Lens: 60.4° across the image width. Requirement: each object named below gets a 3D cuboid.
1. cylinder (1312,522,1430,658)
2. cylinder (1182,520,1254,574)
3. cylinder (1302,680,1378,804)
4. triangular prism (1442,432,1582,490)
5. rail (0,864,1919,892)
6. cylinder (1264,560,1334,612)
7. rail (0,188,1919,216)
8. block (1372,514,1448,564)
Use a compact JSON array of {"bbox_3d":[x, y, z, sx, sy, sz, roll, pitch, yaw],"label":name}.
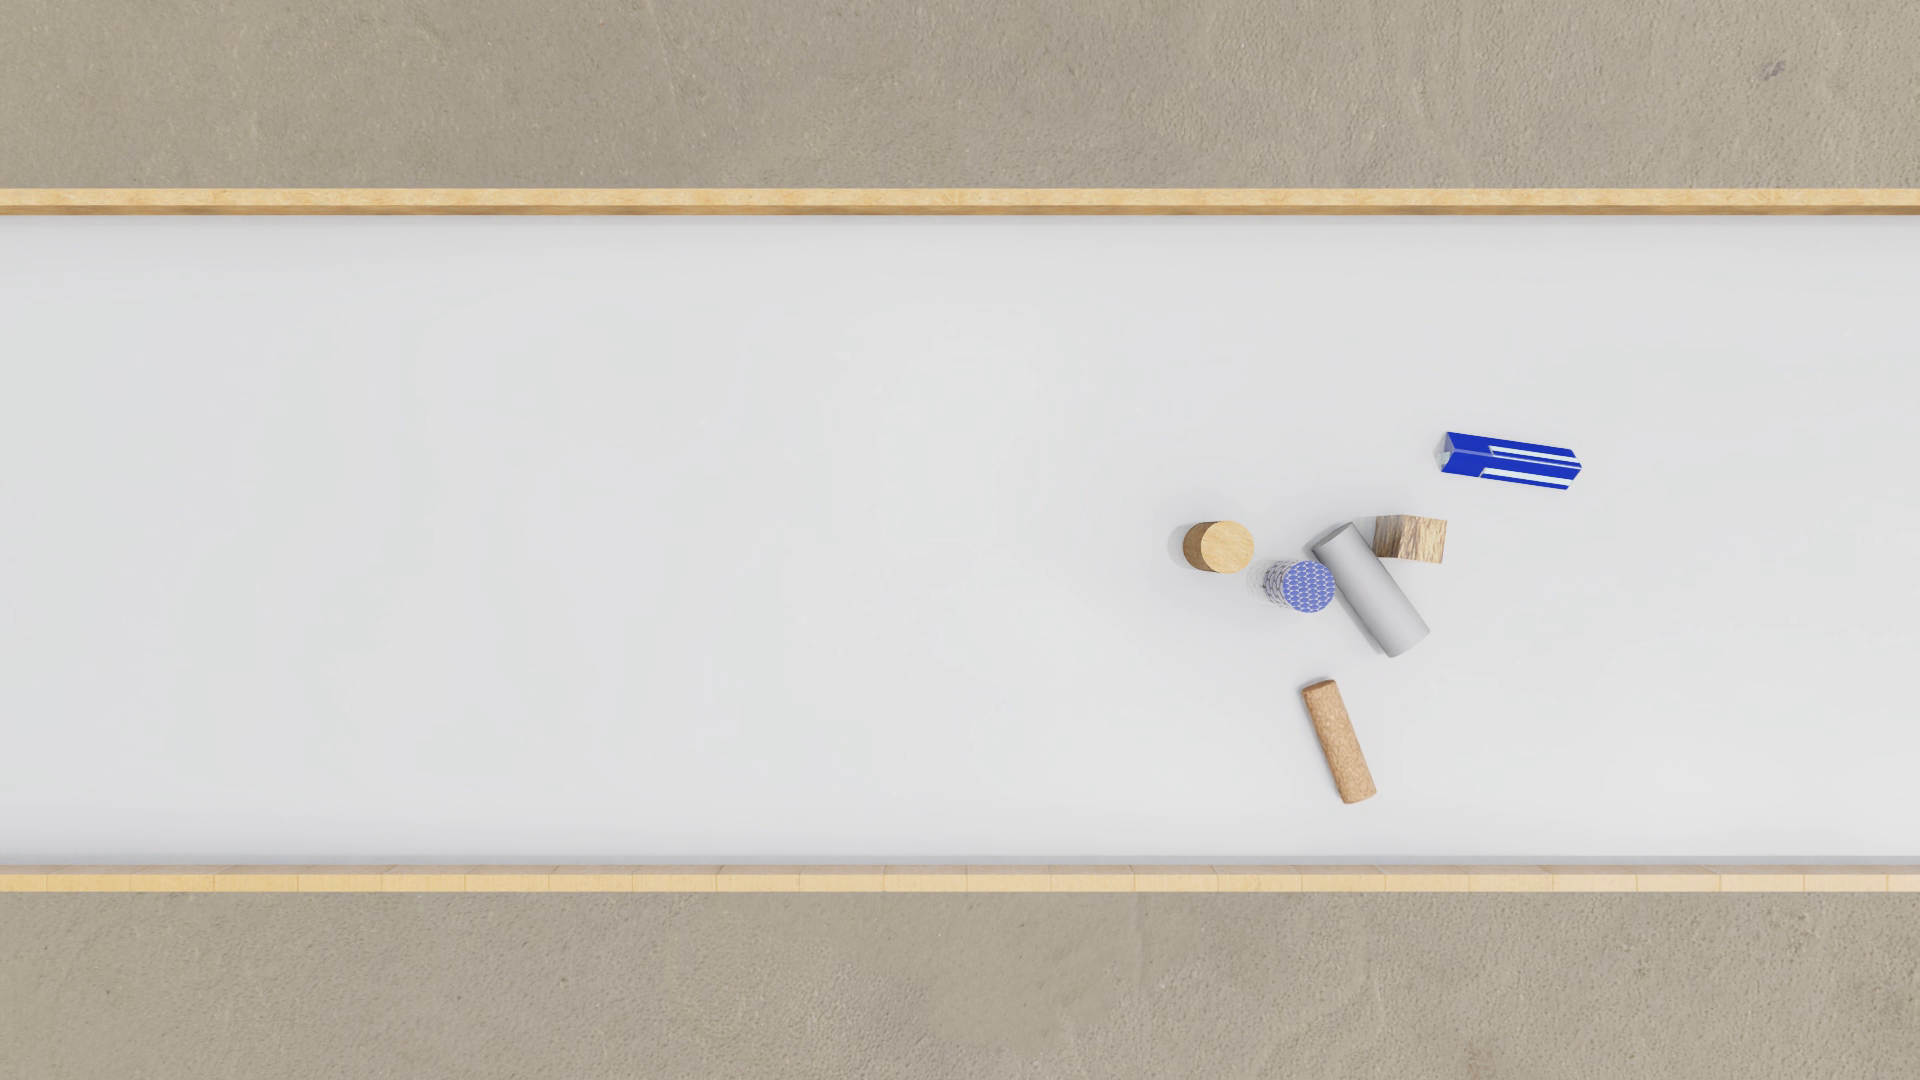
[{"bbox_3d":[1.245,0.151,5.002,0.149,0.149,0.403,-36,90,0],"label":"cylinder"},{"bbox_3d":[0.761,0.020,4.885,0.152,0.383,0.152,0,90,0],"label":"cylinder"},{"bbox_3d":[1.156,0.614,5.023,0.107,0.107,0.364,-21,90,0],"label":"cylinder"},{"bbox_3d":[1.681,-0.244,5.020,0.388,0.107,0.124,8,90,0],"label":"triangular prism"},{"bbox_3d":[-2.247,1.025,5.001,12.000,0.150,0.050,0,90,0],"label":"rail"},{"bbox_3d":[1.008,0.135,4.921,0.151,0.310,0.151,0,90,0],"label":"cylinder"},{"bbox_3d":[-2.247,-1.025,5.002,12.000,0.150,0.050,0,90,0],"label":"rail"},{"bbox_3d":[1.338,-0.002,4.924,0.127,0.304,0.127,8,90,0],"label":"block"}]
